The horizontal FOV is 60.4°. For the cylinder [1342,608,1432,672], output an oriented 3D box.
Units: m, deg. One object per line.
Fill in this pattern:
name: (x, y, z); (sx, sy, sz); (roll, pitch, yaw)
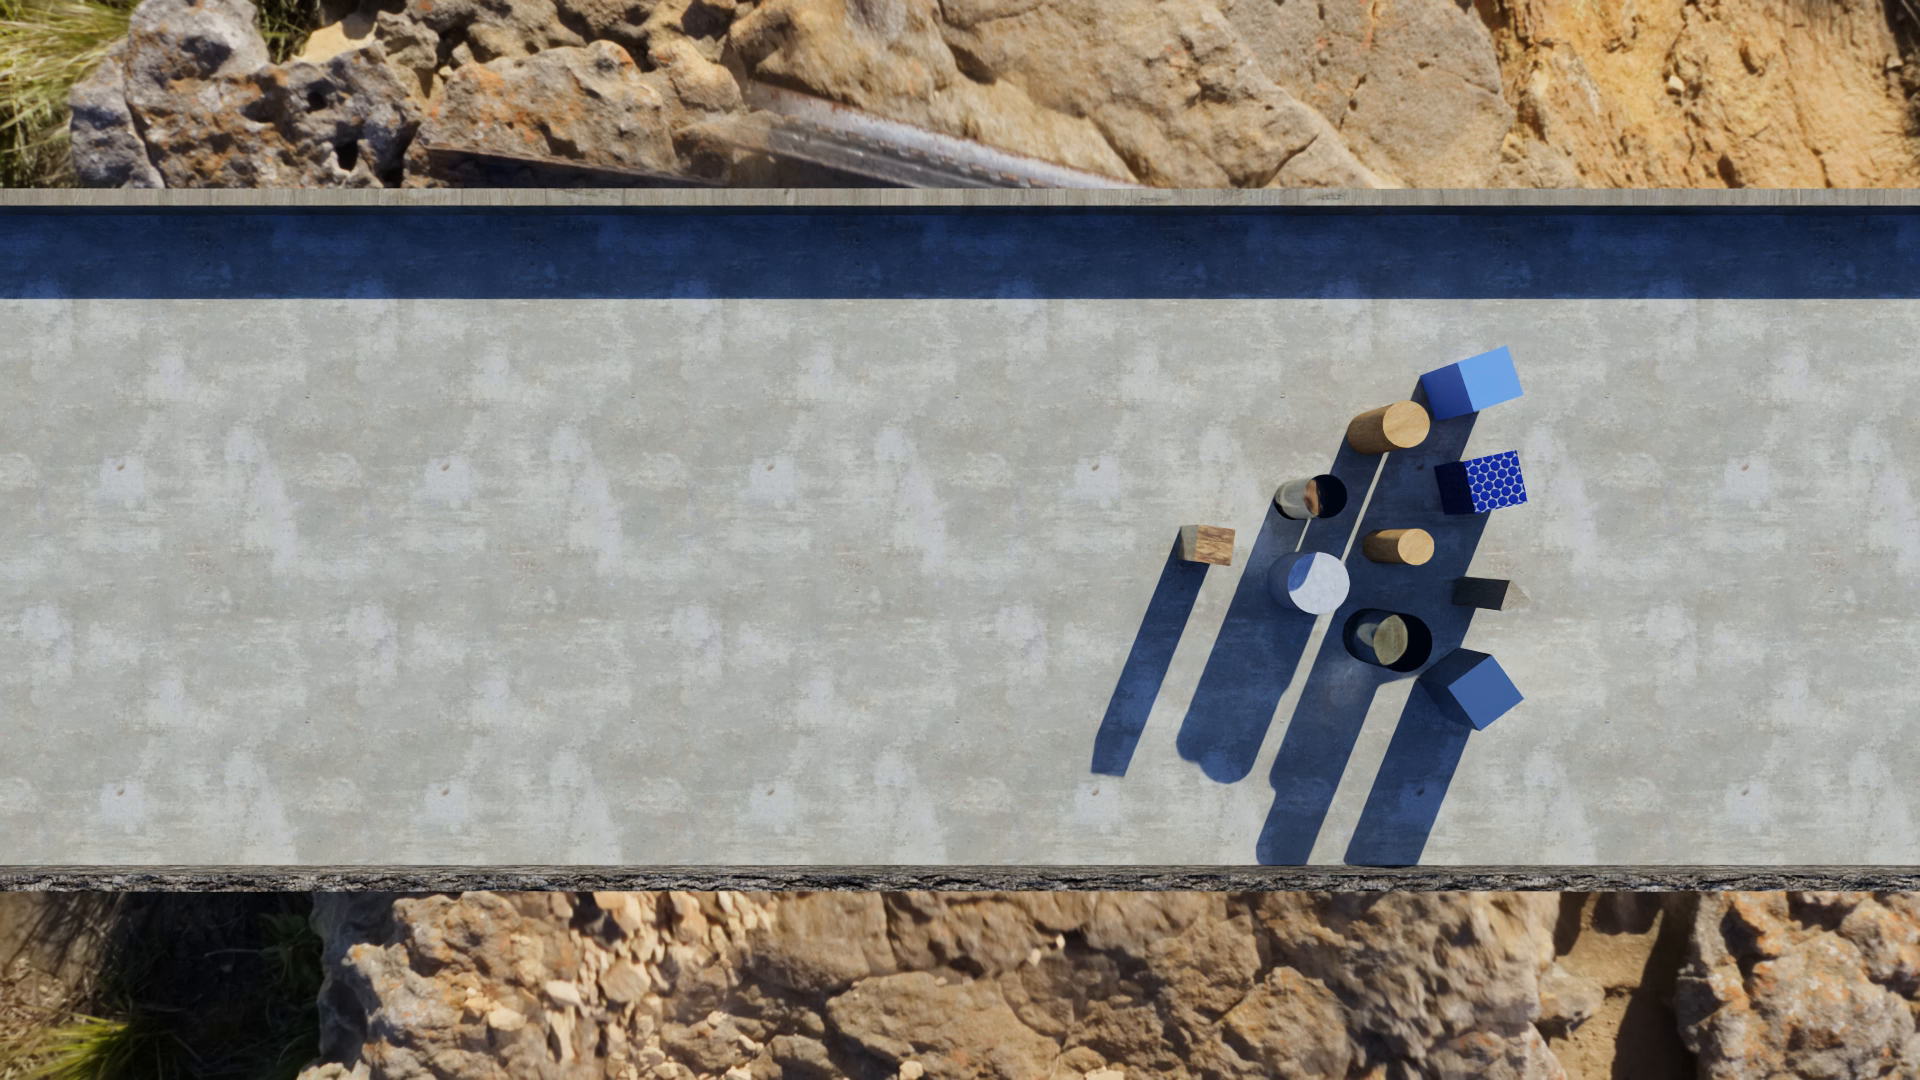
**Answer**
cylinder: (1.261, 0.293, 4.885); (0.168, 0.382, 0.168); (0, 90, 0)

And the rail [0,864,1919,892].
rail: (-2.247, 1.025, 5.001); (12.000, 0.150, 0.050); (0, 90, 0)

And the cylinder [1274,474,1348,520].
cylinder: (1.029, -0.123, 4.860); (0.124, 0.433, 0.124); (0, 90, 0)

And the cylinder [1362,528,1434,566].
cylinder: (1.290, 0.019, 4.871); (0.103, 0.412, 0.103); (0, 90, 0)

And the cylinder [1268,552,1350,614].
cylinder: (1.036, 0.125, 4.922); (0.180, 0.310, 0.180); (0, 90, 0)

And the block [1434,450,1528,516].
block: (1.551, -0.168, 4.925); (0.155, 0.302, 0.155); (-12, 90, 0)

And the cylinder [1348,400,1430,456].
cylinder: (1.257, -0.326, 4.862); (0.132, 0.430, 0.132); (0, 90, 0)

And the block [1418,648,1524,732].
block: (1.515, 0.441, 4.915); (0.159, 0.324, 0.159); (-36, 90, 0)

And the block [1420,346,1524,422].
block: (1.511, -0.460, 4.887); (0.150, 0.379, 0.150); (-19, 90, 0)

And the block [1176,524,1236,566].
block: (0.726, 0.015, 4.887); (0.105, 0.380, 0.105); (8, 90, 0)

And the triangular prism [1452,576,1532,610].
triangular prism: (1.551, 0.150, 4.848); (0.089, 0.458, 0.077); (-12, 90, 0)

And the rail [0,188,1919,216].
rail: (-2.247, -1.025, 5.002); (12.000, 0.150, 0.050); (0, 90, 0)
